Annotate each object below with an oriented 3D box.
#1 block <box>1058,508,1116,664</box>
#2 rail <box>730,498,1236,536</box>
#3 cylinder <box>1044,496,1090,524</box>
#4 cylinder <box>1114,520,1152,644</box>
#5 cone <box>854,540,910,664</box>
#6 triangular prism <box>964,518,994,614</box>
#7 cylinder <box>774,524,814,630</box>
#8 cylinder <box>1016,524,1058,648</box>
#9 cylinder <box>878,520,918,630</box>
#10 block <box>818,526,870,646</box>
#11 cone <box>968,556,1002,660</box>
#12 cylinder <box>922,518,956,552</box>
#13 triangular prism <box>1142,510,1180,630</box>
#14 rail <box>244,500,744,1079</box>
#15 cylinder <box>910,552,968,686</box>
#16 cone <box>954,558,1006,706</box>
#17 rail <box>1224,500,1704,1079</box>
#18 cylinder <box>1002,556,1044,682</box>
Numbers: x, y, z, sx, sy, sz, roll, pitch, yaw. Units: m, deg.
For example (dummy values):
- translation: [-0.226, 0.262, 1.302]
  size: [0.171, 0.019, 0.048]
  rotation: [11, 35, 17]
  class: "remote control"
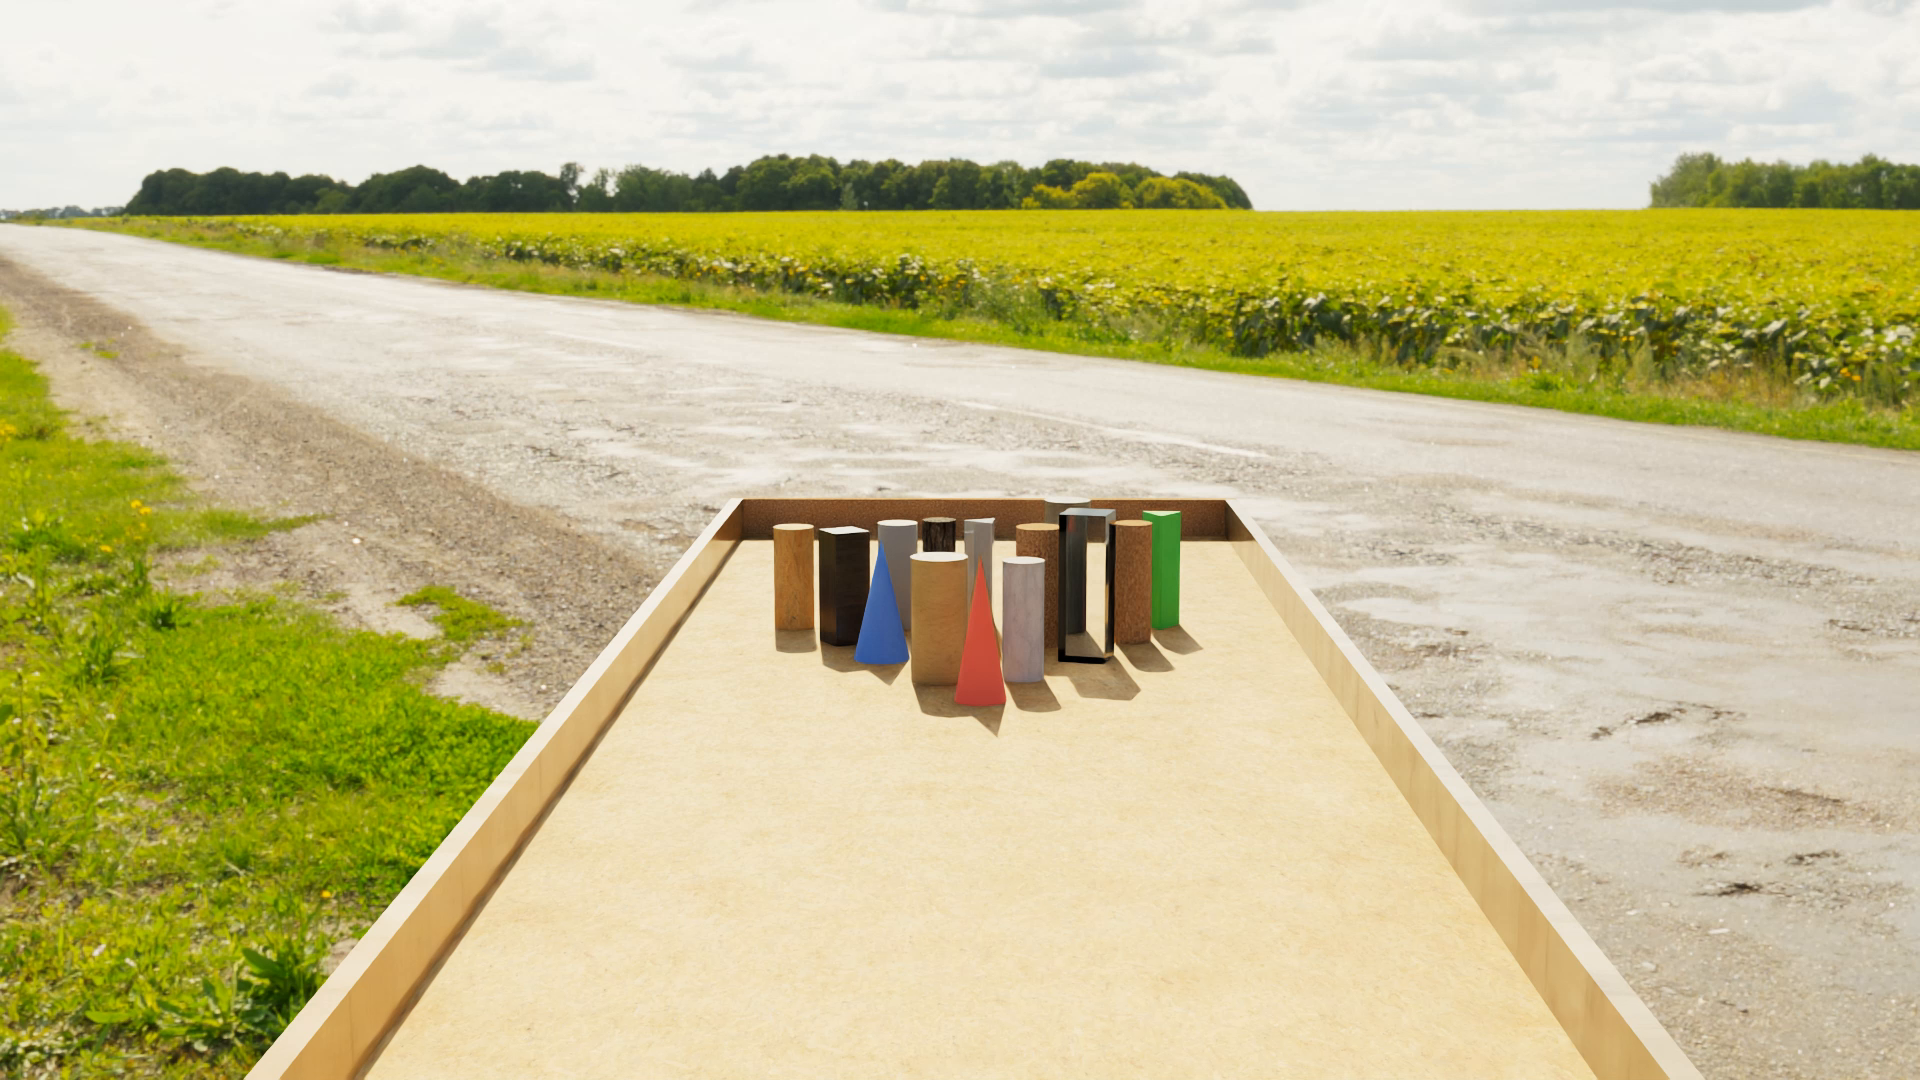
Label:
- translation: [0.386, 0.138, 6.690]
  size: [0.143, 0.452, 0.143]
  rotation: [3, 9, 16]
  class: "block"
- translation: [0.099, -0.098, 9.147]
  size: [2.100, 0.150, 0.050]
  rotation: [0, 9, 1]
  class: "rail"
- translation: [0.350, 0.077, 7.180]
  size: [0.150, 0.420, 0.150]
  rotation: [0, 9, 0]
  class: "cylinder"
- translation: [0.546, 0.133, 6.956]
  size: [0.120, 0.379, 0.120]
  rotation: [0, 9, 0]
  class: "cylinder"
- translation: [-0.239, 0.179, 6.695]
  size: [0.172, 0.371, 0.172]
  rotation: [0, 9, 0]
  class: "cone"
- translation: [0.084, 0.107, 7.212]
  size: [0.108, 0.350, 0.093]
  rotation: [6, 11, 34]
  class: "triangular prism"
- translation: [-0.542, 0.121, 7.184]
  size: [0.131, 0.333, 0.131]
  rotation: [0, 9, 0]
  class: "cylinder"
- translation: [0.248, 0.144, 6.908]
  size: [0.144, 0.374, 0.144]
  rotation: [0, 9, 0]
  class: "cylinder"
- translation: [-0.203, 0.114, 7.195]
  size: [0.130, 0.344, 0.130]
  rotation: [0, 9, 0]
  class: "cylinder"
- translation: [-0.365, 0.146, 6.946]
  size: [0.120, 0.358, 0.120]
  rotation: [-5, 10, -29]
  class: "block"
- translation: [0.061, 0.200, 6.695]
  size: [0.134, 0.330, 0.134]
  rotation: [0, 9, 0]
  class: "cone"
- translation: [-0.066, 0.131, 6.926]
  size: [0.104, 0.394, 0.104]
  rotation: [0, 9, 0]
  class: "cylinder"
- translation: [0.643, 0.095, 7.212]
  size: [0.107, 0.375, 0.124]
  rotation: [6, 11, 35]
  class: "triangular prism"
- translation: [-1.004, 0.839, 3.234]
  size: [0.050, 0.150, 12.000]
  rotation: [0, 9, 1]
  class: "rail"
- translation: [-0.060, 0.228, 6.403]
  size: [0.167, 0.365, 0.167]
  rotation: [0, 9, 0]
  class: "cylinder"
- translation: [0.058, 0.249, 6.142]
  size: [0.148, 0.407, 0.148]
  rotation: [0, 9, 0]
  class: "cone"
- translation: [1.046, 0.843, 3.208]
  size: [0.050, 0.150, 12.000]
  rotation: [0, 9, 1]
  class: "rail"
- translation: [0.185, 0.232, 6.426]
  size: [0.123, 0.351, 0.123]
  rotation: [0, 9, 0]
  class: "cylinder"
